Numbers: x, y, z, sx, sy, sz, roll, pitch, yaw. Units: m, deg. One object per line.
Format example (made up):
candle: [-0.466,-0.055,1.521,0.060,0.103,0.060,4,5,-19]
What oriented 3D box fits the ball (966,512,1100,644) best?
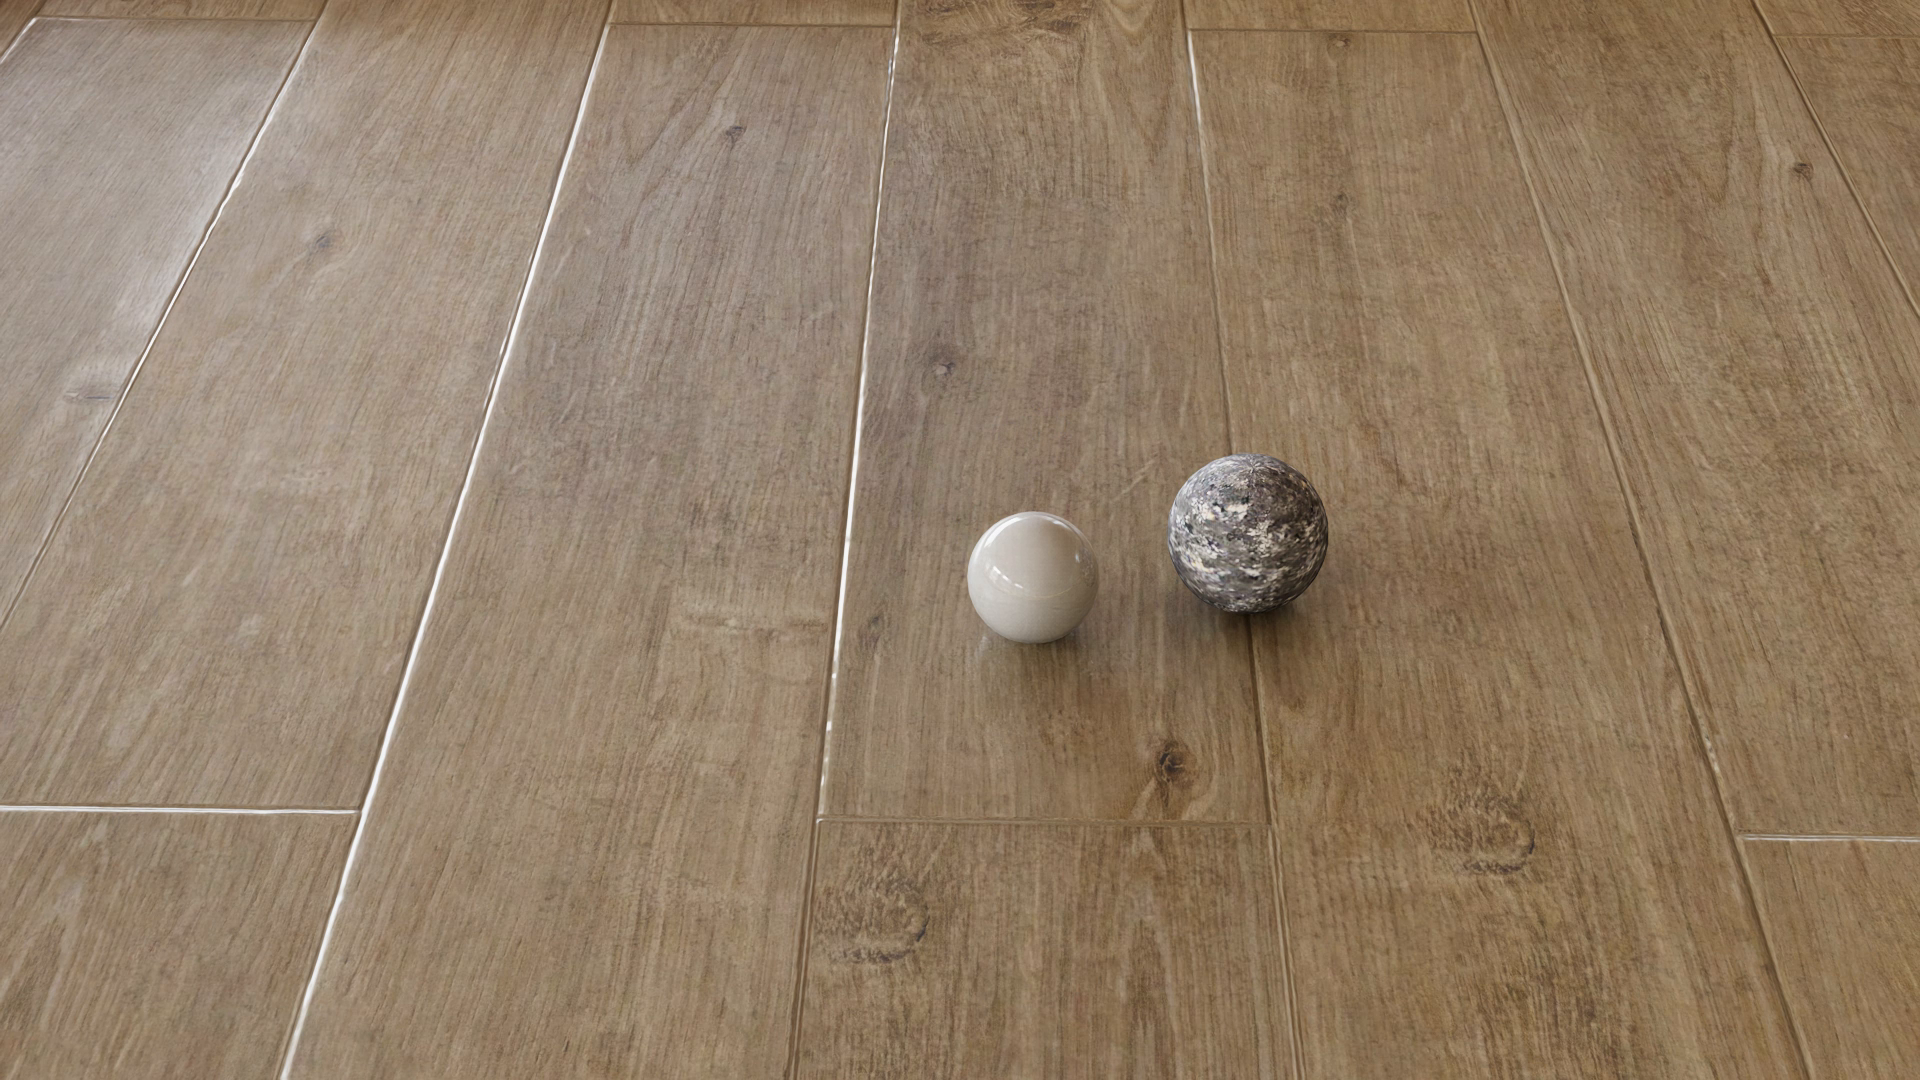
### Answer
ball: [0.043,0.022,1.516,0.079,0.079,0.079,0,37,0]

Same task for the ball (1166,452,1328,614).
ball: [0.172,-0.004,1.536,0.097,0.097,0.097,0,37,0]
